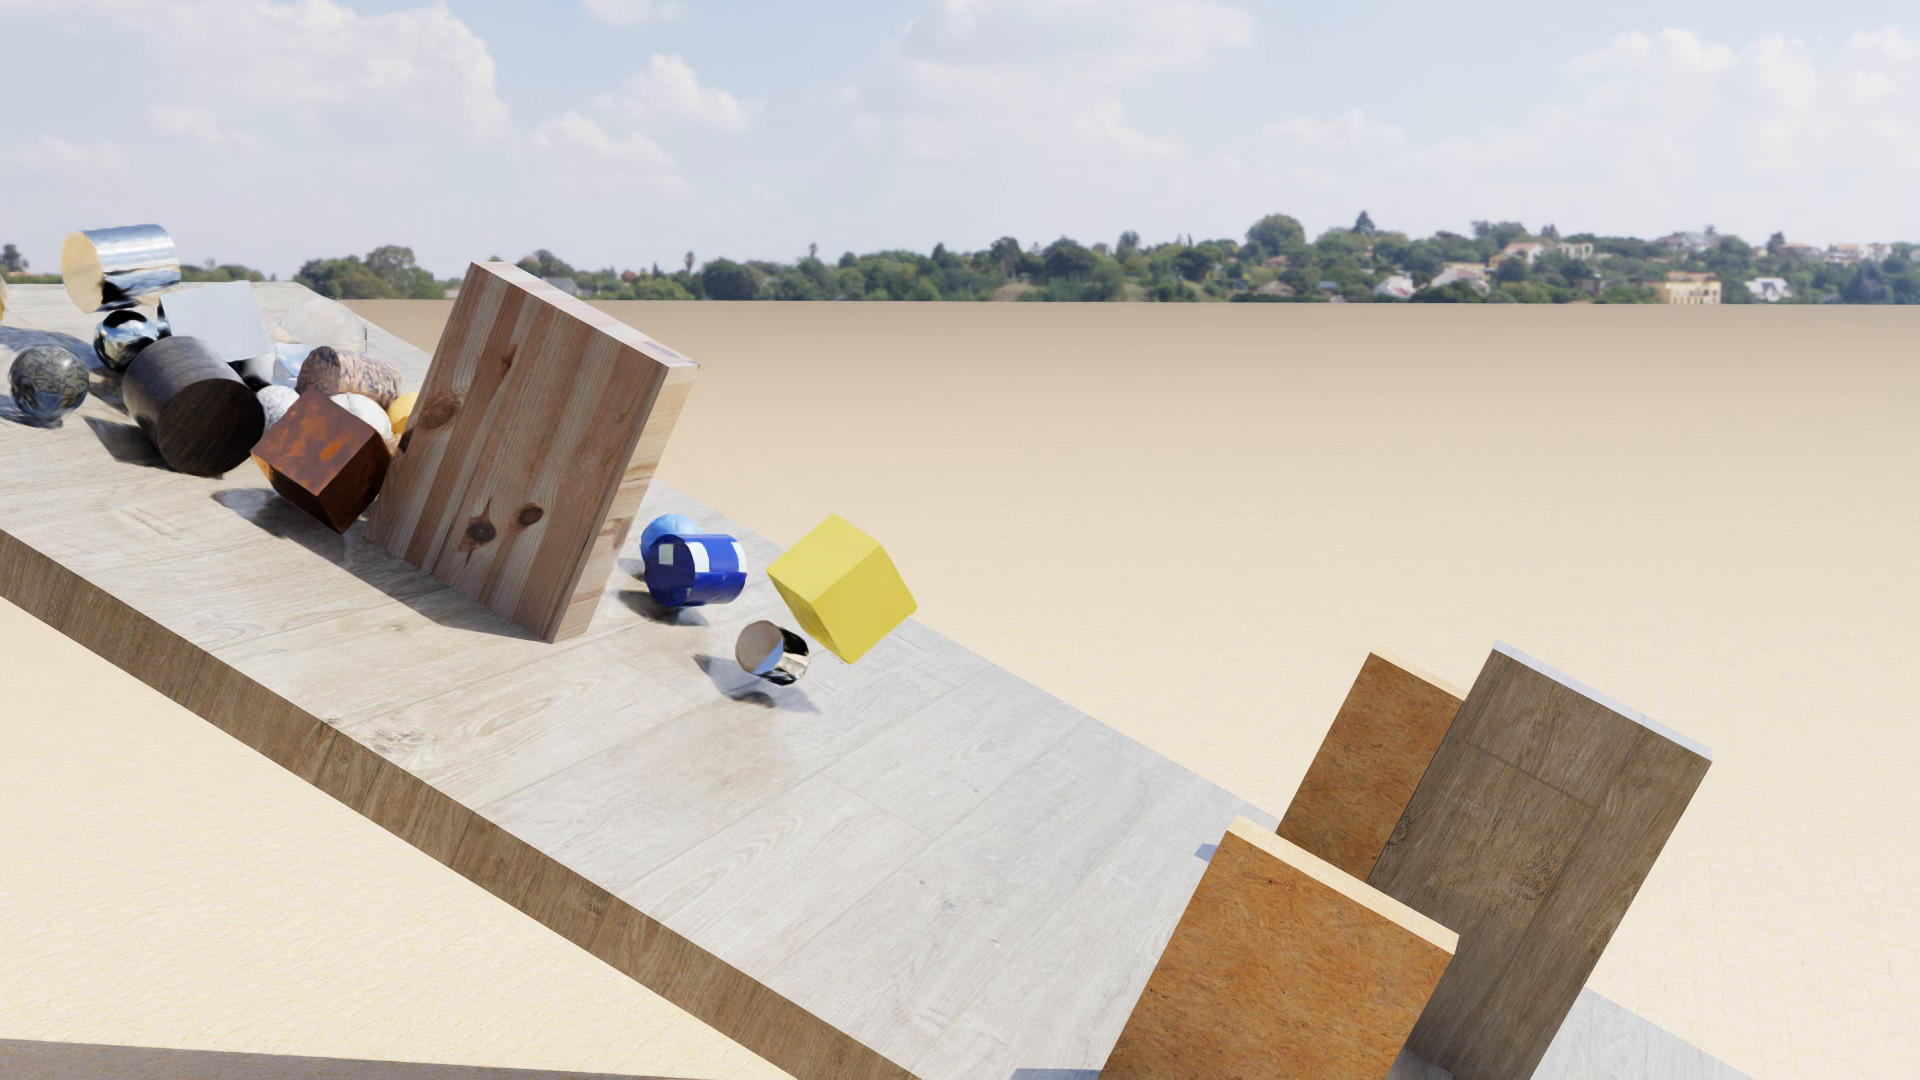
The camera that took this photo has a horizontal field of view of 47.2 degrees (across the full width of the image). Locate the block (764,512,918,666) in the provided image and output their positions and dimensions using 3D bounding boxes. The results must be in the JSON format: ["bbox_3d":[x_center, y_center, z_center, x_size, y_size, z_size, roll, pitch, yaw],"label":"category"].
[{"bbox_3d":[-0.230,0.095,4.281,0.179,0.179,0.179,-41,39,-15],"label":"block"}]

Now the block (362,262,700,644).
[{"bbox_3d":[-0.792,-0.164,4.048,0.430,0.561,0.134,28,14,12],"label":"block"}]

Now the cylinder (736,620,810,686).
[{"bbox_3d":[-0.361,0.218,4.240,0.106,0.106,0.106,3,-14,25],"label":"cylinder"}]

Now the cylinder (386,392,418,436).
[{"bbox_3d":[-1.117,-0.214,4.547,0.148,0.148,0.148,-2,21,-15],"label":"cylinder"}]

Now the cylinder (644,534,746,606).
[{"bbox_3d":[-0.535,0.060,4.450,0.146,0.146,0.146,6,3,39],"label":"cylinder"}]

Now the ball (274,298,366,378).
[{"bbox_3d":[-1.393,-0.433,4.793,0.190,0.190,0.190,0,7,0],"label":"ball"}]

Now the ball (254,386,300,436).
[{"bbox_3d":[-1.338,-0.241,4.305,0.125,0.125,0.125,0,7,0],"label":"ball"}]

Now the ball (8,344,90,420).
[{"bbox_3d":[-1.629,-0.284,3.931,0.136,0.136,0.136,0,7,0],"label":"ball"}]

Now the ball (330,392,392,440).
[{"bbox_3d":[-1.206,-0.210,4.350,0.161,0.161,0.161,0,7,0],"label":"ball"}]

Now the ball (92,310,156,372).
[{"bbox_3d":[-1.644,-0.392,4.335,0.124,0.124,0.124,0,7,0],"label":"ball"}]

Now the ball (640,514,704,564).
[{"bbox_3d":[-0.602,0.014,4.617,0.140,0.140,0.140,0,7,0],"label":"ball"}]

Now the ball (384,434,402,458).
[{"bbox_3d":[-1.068,-0.146,4.242,0.120,0.120,0.120,0,7,0],"label":"ball"}]

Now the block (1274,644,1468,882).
[{"bbox_3d":[0.900,0.528,4.549,0.359,0.508,0.097,28,14,12],"label":"block"}]

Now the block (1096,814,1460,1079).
[{"bbox_3d":[0.459,0.698,3.232,0.360,0.461,0.098,28,14,12],"label":"block"}]

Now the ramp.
[{"bbox_3d":[-0.256,0.433,4.166,4.000,0.100,2.000,28,14,12],"label":"ramp"}]

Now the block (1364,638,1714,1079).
[{"bbox_3d":[0.982,0.599,3.960,0.414,0.727,0.108,28,14,12],"label":"block"}]

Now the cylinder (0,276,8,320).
[{"bbox_3d":[-1.884,-0.462,4.204,0.110,0.110,0.110,-2,23,-20],"label":"cylinder"}]

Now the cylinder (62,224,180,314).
[{"bbox_3d":[-1.646,-0.533,4.314,0.160,0.160,0.160,6,16,40],"label":"cylinder"}]

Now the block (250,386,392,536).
[{"bbox_3d":[-1.161,-0.144,4.025,0.162,0.162,0.162,32,-21,15],"label":"block"}]

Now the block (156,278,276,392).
[{"bbox_3d":[-1.446,-0.375,4.268,0.171,0.171,0.171,-15,-20,-27],"label":"block"}]

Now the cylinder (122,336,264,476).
[{"bbox_3d":[-1.412,-0.247,4.048,0.196,0.196,0.196,-5,30,-38],"label":"cylinder"}]

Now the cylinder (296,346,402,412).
[{"bbox_3d":[-1.276,-0.314,4.593,0.153,0.153,0.153,6,-5,39],"label":"cylinder"}]
